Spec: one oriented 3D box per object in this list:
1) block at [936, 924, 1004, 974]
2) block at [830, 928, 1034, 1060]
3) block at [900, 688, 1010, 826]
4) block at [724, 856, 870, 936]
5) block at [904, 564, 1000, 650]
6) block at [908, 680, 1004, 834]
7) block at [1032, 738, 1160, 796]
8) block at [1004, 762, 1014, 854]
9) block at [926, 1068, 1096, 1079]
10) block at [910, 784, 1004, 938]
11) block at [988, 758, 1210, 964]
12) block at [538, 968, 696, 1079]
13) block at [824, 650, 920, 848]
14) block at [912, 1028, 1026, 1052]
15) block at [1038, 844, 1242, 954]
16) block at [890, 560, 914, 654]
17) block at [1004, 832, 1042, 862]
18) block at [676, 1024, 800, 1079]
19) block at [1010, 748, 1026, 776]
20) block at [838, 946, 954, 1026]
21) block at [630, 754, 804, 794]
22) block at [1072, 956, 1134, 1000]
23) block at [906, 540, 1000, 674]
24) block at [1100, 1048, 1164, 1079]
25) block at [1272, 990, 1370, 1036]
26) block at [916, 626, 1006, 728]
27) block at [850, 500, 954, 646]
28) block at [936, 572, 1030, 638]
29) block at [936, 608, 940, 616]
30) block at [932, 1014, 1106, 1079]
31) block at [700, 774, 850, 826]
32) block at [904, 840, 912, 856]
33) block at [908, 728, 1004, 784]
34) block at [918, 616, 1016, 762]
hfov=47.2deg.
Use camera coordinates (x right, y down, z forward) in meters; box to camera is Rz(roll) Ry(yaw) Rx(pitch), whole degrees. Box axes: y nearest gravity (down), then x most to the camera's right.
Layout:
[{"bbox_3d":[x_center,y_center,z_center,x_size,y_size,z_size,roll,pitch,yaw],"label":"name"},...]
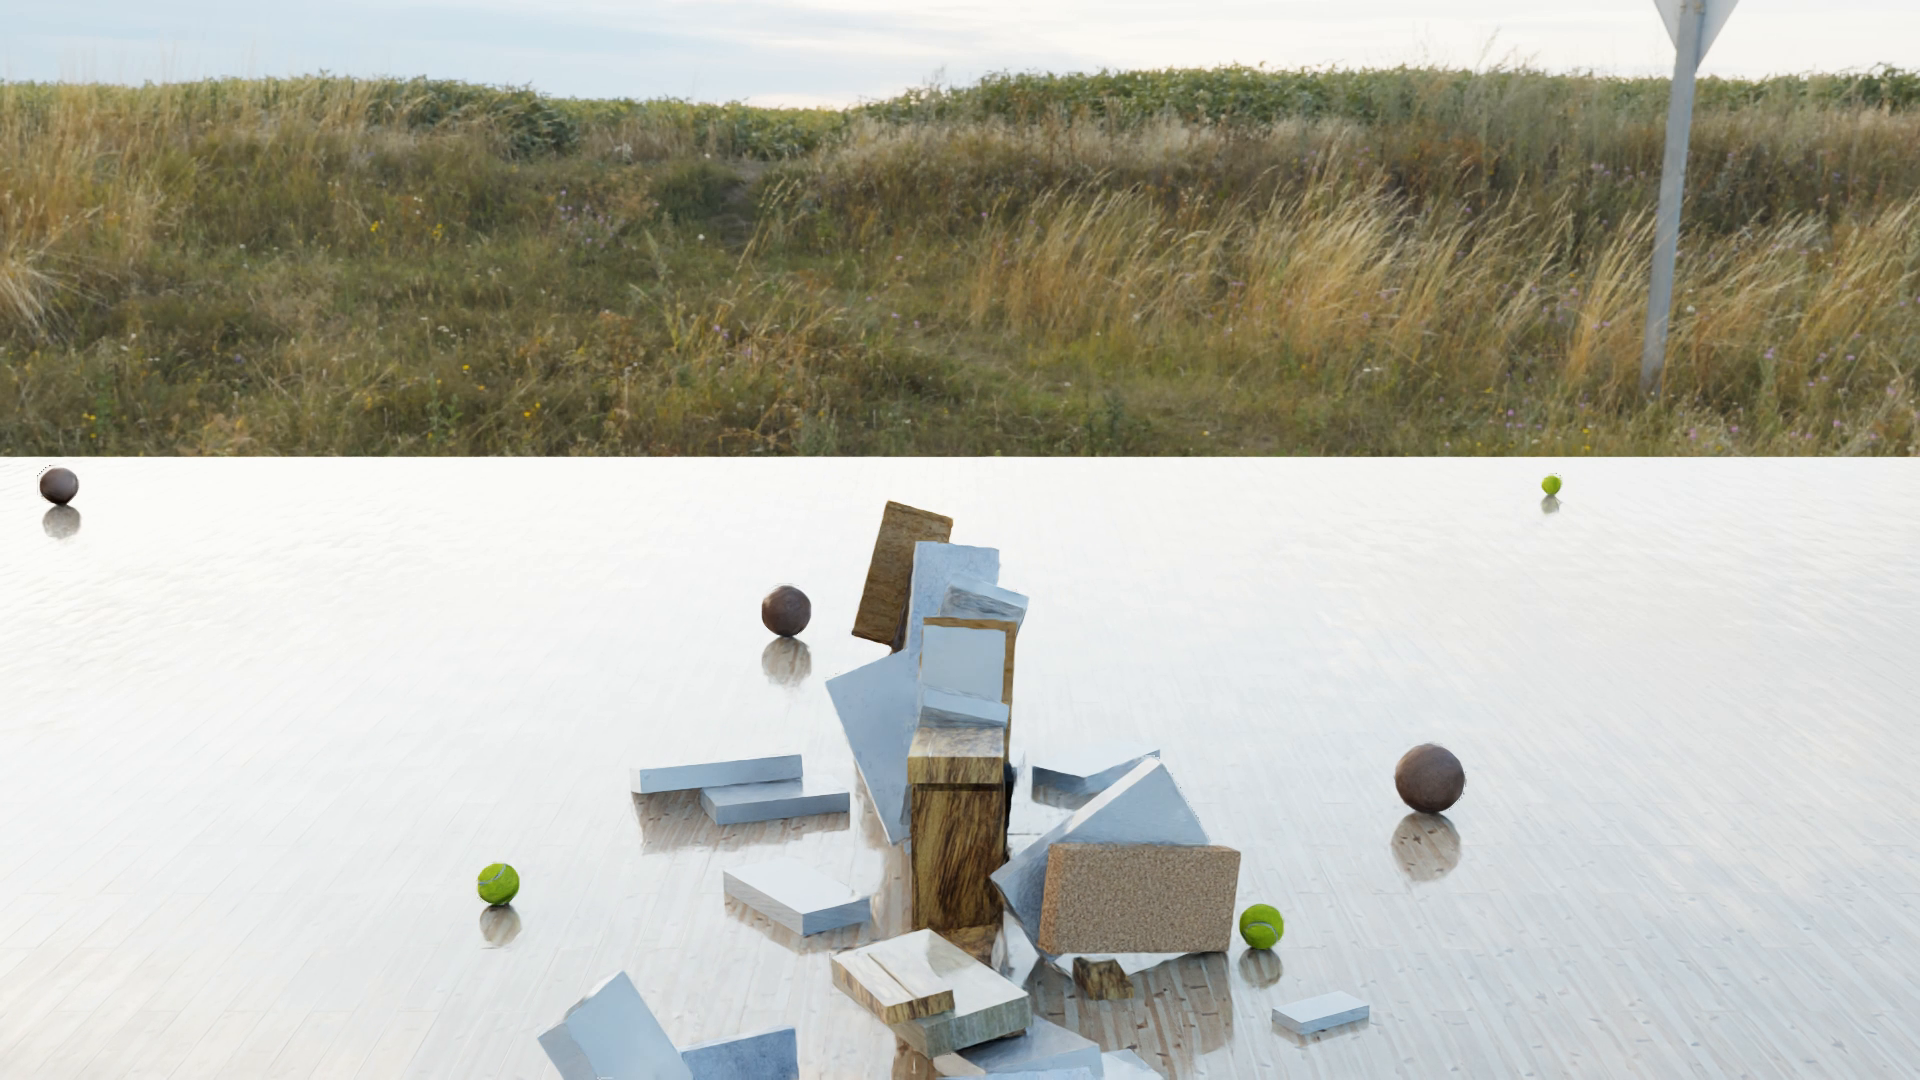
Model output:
[{"bbox_3d":[-0.018,0.611,3.203,0.149,0.042,0.299,-8,-2,4],"label":"block"},{"bbox_3d":[-0.042,0.595,2.907,0.149,0.042,0.299,-12,13,-25],"label":"block"},{"bbox_3d":[-0.011,0.378,3.679,0.141,0.298,0.040,11,42,0],"label":"block"},{"bbox_3d":[-0.270,0.582,3.612,0.128,0.036,0.256,-7,13,-34],"label":"block"},{"bbox_3d":[-0.026,0.204,4.708,0.175,0.349,0.049,13,-20,-13],"label":"block"},{"bbox_3d":[-0.006,0.378,3.851,0.141,0.283,0.040,6,-20,-1],"label":"block"},{"bbox_3d":[0.270,0.446,4.344,0.128,0.036,0.256,8,13,38],"label":"block"},{"bbox_3d":[0.002,0.475,3.558,0.143,0.285,0.040,-1,41,-7],"label":"block"},{"bbox_3d":[0.032,0.694,2.529,0.336,0.048,0.168,3,30,-28],"label":"block"},{"bbox_3d":[-0.004,0.494,3.413,0.143,0.285,0.040,0,30,0],"label":"block"},{"bbox_3d":[0.216,0.492,3.382,0.315,0.158,0.045,-35,17,-13],"label":"block"},{"bbox_3d":[-0.357,0.659,2.543,0.042,0.297,0.148,-33,1,22],"label":"block"},{"bbox_3d":[-0.108,0.368,3.895,0.157,0.315,0.045,-21,-17,-9],"label":"block"},{"bbox_3d":[-0.004,0.645,3.028,0.149,0.042,0.299,-8,-2,-6],"label":"block"},{"bbox_3d":[0.275,0.545,3.345,0.315,0.158,0.045,5,4,-27],"label":"block"},{"bbox_3d":[-0.053,0.179,4.759,0.154,0.309,0.044,18,-21,-11],"label":"block"},{"bbox_3d":[0.116,0.547,3.840,0.078,0.022,0.156,-1,11,-8],"label":"block"},{"bbox_3d":[-0.299,0.693,2.855,0.183,0.091,0.026,-6,4,-29],"label":"block"},{"bbox_3d":[0.089,0.444,4.403,0.070,0.020,0.140,2,11,8],"label":"block"},{"bbox_3d":[-0.084,0.576,2.851,0.091,0.026,0.183,-11,12,-20],"label":"block"},{"bbox_3d":[-0.468,0.445,4.209,0.309,0.044,0.154,-4,-4,-16],"label":"block"},{"bbox_3d":[0.213,0.653,3.281,0.063,0.018,0.127,-2,11,-10],"label":"block"},{"bbox_3d":[-0.020,0.185,4.617,0.175,0.349,0.049,6,-7,-9],"label":"block"},{"bbox_3d":[0.298,0.773,2.571,0.148,0.042,0.771,-4,11,-21],"label":"block"},{"bbox_3d":[0.517,0.677,3.152,0.127,0.018,0.063,-6,12,-31],"label":"block"},{"bbox_3d":[-0.001,0.293,3.793,0.141,0.283,0.040,4,-2,-3],"label":"block"},{"bbox_3d":[-0.125,0.080,4.828,0.154,0.309,0.044,16,-18,-5],"label":"block"},{"bbox_3d":[0.014,0.229,4.418,0.161,0.322,0.046,18,32,-2],"label":"block"},{"bbox_3d":[-0.004,0.223,4.514,0.090,0.179,0.025,3,33,2],"label":"block"},{"bbox_3d":[0.069,0.673,2.862,0.148,0.042,0.297,-10,-2,-15],"label":"block"},{"bbox_3d":[-0.348,0.486,4.129,0.256,0.036,0.128,-4,11,-20],"label":"block"},{"bbox_3d":[-0.033,0.524,3.755,0.078,0.022,0.156,-14,-16,16],"label":"block"},{"bbox_3d":[-0.003,0.335,3.431,0.143,0.040,0.285,0,4,1],"label":"block"},{"bbox_3d":[0.006,0.324,4.016,0.175,0.391,0.049,3,-33,3],"label":"block"}]
